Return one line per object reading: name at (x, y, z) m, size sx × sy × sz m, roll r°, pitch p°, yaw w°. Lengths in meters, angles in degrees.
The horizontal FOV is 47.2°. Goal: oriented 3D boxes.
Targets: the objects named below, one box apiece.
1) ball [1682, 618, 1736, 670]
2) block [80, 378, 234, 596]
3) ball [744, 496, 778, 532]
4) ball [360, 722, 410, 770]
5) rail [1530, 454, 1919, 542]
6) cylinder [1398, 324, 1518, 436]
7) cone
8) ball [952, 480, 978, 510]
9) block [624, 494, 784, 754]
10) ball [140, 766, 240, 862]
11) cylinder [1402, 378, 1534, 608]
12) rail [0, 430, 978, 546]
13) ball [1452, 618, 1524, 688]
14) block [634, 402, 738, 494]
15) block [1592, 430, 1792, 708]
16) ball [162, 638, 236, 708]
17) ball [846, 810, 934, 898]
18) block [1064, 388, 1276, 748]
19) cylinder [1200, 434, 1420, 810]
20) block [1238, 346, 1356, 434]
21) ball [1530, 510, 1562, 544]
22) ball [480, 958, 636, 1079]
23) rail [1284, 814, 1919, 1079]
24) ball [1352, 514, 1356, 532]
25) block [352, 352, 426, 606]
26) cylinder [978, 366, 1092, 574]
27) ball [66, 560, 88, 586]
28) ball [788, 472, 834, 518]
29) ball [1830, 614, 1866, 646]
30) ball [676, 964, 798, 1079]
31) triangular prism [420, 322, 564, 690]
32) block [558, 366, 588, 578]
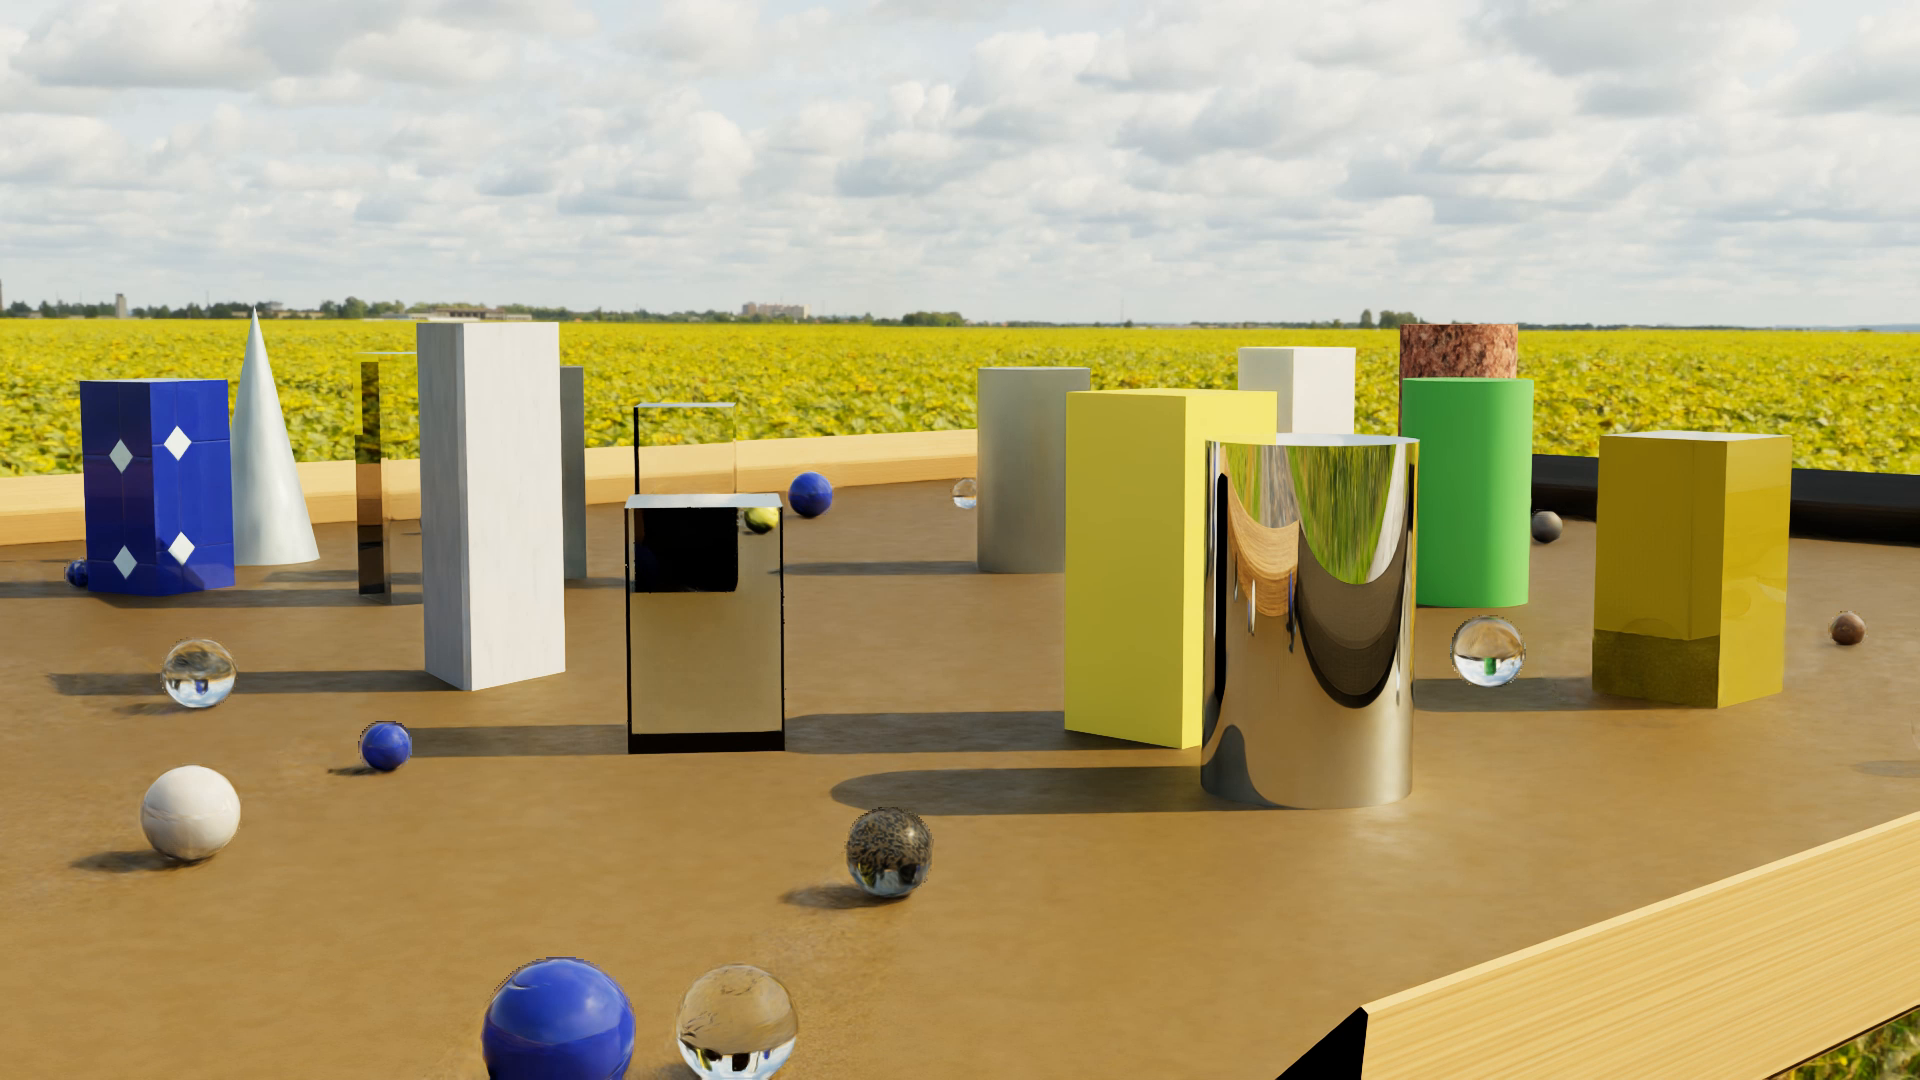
ball at (0.930, 0.129, 2.731) m, size 0.063 × 0.063 × 0.063 m, roll 0°, pitch 6°, yaw 0°
block at (-1.281, -0.088, 3.514) m, size 0.157 × 0.334 × 0.157 m, roll 3°, pitch 7°, yaw 28°
ball at (-0.403, -0.053, 4.443) m, size 0.069 × 0.069 × 0.069 m, roll 0°, pitch 6°, yaw 0°
ball at (-0.557, 0.200, 2.132) m, size 0.047 × 0.047 × 0.047 m, roll 0°, pitch 6°, yaw 0°
rail at (1.429, -0.104, 4.643) m, size 0.045 × 0.128 × 3.689 m, roll -5°, pitch 8°, yaw -42°
cylinder at (0.852, -0.160, 3.778) m, size 0.196 × 0.420 × 0.196 m, roll 0°, pitch 6°, yaw 0°
cone at (-1.250, -0.191, 3.919) m, size 0.196 × 0.454 × 0.196 m, roll 0°, pitch 6°, yaw 0°
ball at (0.016, -0.102, 4.928) m, size 0.067 × 0.067 × 0.067 m, roll 0°, pitch 6°, yaw 0°
block at (-0.264, 0.083, 2.284) m, size 0.157 × 0.249 × 0.157 m, roll -1°, pitch 6°, yaw -6°
ball at (-0.624, 0.222, 1.783) m, size 0.077 × 0.077 × 0.077 m, roll 0°, pitch 6°, yaw 0°
cylinder at (0.777, -0.077, 3.380) m, size 0.196 × 0.339 × 0.196 m, roll 0°, pitch 6°, yaw 0°
rail at (-1.235, -0.106, 4.663) m, size 3.937 × 0.128 × 0.045 m, roll -5°, pitch 8°, yaw -42°
ball at (0.626, 0.133, 2.605) m, size 0.082 × 0.082 × 0.082 m, roll 0°, pitch 6°, yaw 0°
block at (-0.446, -0.075, 3.593) m, size 0.157 × 0.291 × 0.157 m, roll 0°, pitch 6°, yaw -4°
block at (0.851, 0.028, 2.559) m, size 0.157 × 0.300 × 0.157 m, roll -6°, pitch 8°, yaw -44°
ball at (-0.853, 0.150, 2.465) m, size 0.078 × 0.078 × 0.078 m, roll 0°, pitch 6°, yaw 0°
ball at (-0.054, 0.238, 1.673) m, size 0.067 × 0.067 × 0.067 m, roll 0°, pitch 6°, yaw 0°
block at (0.223, 0.023, 2.330) m, size 0.157 × 0.359 × 0.157 m, roll 6°, pitch 8°, yaw 43°
cylinder at (0.325, 0.069, 2.048) m, size 0.196 × 0.326 × 0.196 m, roll 0°, pitch 6°, yaw 0°
block at (0.644, -0.183, 4.230) m, size 0.157 × 0.373 × 0.157 m, roll -4°, pitch 7°, yaw -34°
ball at (1.123, -0.025, 4.214) m, size 0.062 × 0.062 × 0.062 m, roll 0°, pitch 6°, yaw 0°
ball at (-0.223, 0.276, 1.224) m, size 0.085 × 0.085 × 0.085 m, roll 0°, pitch 6°, yaw 0°
rail at (1.235, 0.172, 2.001) m, size 3.937 × 0.128 × 0.045 m, roll -5°, pitch 8°, yaw -42°
ball at (0.745, -0.033, 4.283) m, size 0.052 × 0.052 × 0.052 m, roll 0°, pitch 6°, yaw 0°
block at (-0.834, -0.100, 3.407) m, size 0.157 × 0.379 × 0.157 m, roll -4°, pitch 7°, yaw -33°
cylinder at (0.128, -0.125, 3.806) m, size 0.196 × 0.345 × 0.196 m, roll 0°, pitch 6°, yaw 0°
ball at (-1.404, 0.053, 3.512) m, size 0.043 × 0.043 × 0.043 m, roll 0°, pitch 6°, yaw 0°
ball at (-0.322, -0.098, 4.739) m, size 0.098 × 0.098 × 0.098 m, roll 0°, pitch 6°, yaw 0°
ball at (1.180, 0.119, 2.921) m, size 0.044 × 0.044 × 0.044 m, roll 0°, pitch 6°, yaw 0°
ball at (-0.128, 0.279, 1.264) m, size 0.070 × 0.070 × 0.070 m, roll 0°, pitch 6°, yaw 0°
triangular prism at (-0.597, -0.048, 2.667) m, size 0.147 × 0.429 × 0.170 m, roll 4°, pitch 7°, yaw 31°
block at (-0.711, -0.117, 3.706) m, size 0.157 × 0.350 × 0.157 m, roll -1°, pitch 6°, yaw -9°
